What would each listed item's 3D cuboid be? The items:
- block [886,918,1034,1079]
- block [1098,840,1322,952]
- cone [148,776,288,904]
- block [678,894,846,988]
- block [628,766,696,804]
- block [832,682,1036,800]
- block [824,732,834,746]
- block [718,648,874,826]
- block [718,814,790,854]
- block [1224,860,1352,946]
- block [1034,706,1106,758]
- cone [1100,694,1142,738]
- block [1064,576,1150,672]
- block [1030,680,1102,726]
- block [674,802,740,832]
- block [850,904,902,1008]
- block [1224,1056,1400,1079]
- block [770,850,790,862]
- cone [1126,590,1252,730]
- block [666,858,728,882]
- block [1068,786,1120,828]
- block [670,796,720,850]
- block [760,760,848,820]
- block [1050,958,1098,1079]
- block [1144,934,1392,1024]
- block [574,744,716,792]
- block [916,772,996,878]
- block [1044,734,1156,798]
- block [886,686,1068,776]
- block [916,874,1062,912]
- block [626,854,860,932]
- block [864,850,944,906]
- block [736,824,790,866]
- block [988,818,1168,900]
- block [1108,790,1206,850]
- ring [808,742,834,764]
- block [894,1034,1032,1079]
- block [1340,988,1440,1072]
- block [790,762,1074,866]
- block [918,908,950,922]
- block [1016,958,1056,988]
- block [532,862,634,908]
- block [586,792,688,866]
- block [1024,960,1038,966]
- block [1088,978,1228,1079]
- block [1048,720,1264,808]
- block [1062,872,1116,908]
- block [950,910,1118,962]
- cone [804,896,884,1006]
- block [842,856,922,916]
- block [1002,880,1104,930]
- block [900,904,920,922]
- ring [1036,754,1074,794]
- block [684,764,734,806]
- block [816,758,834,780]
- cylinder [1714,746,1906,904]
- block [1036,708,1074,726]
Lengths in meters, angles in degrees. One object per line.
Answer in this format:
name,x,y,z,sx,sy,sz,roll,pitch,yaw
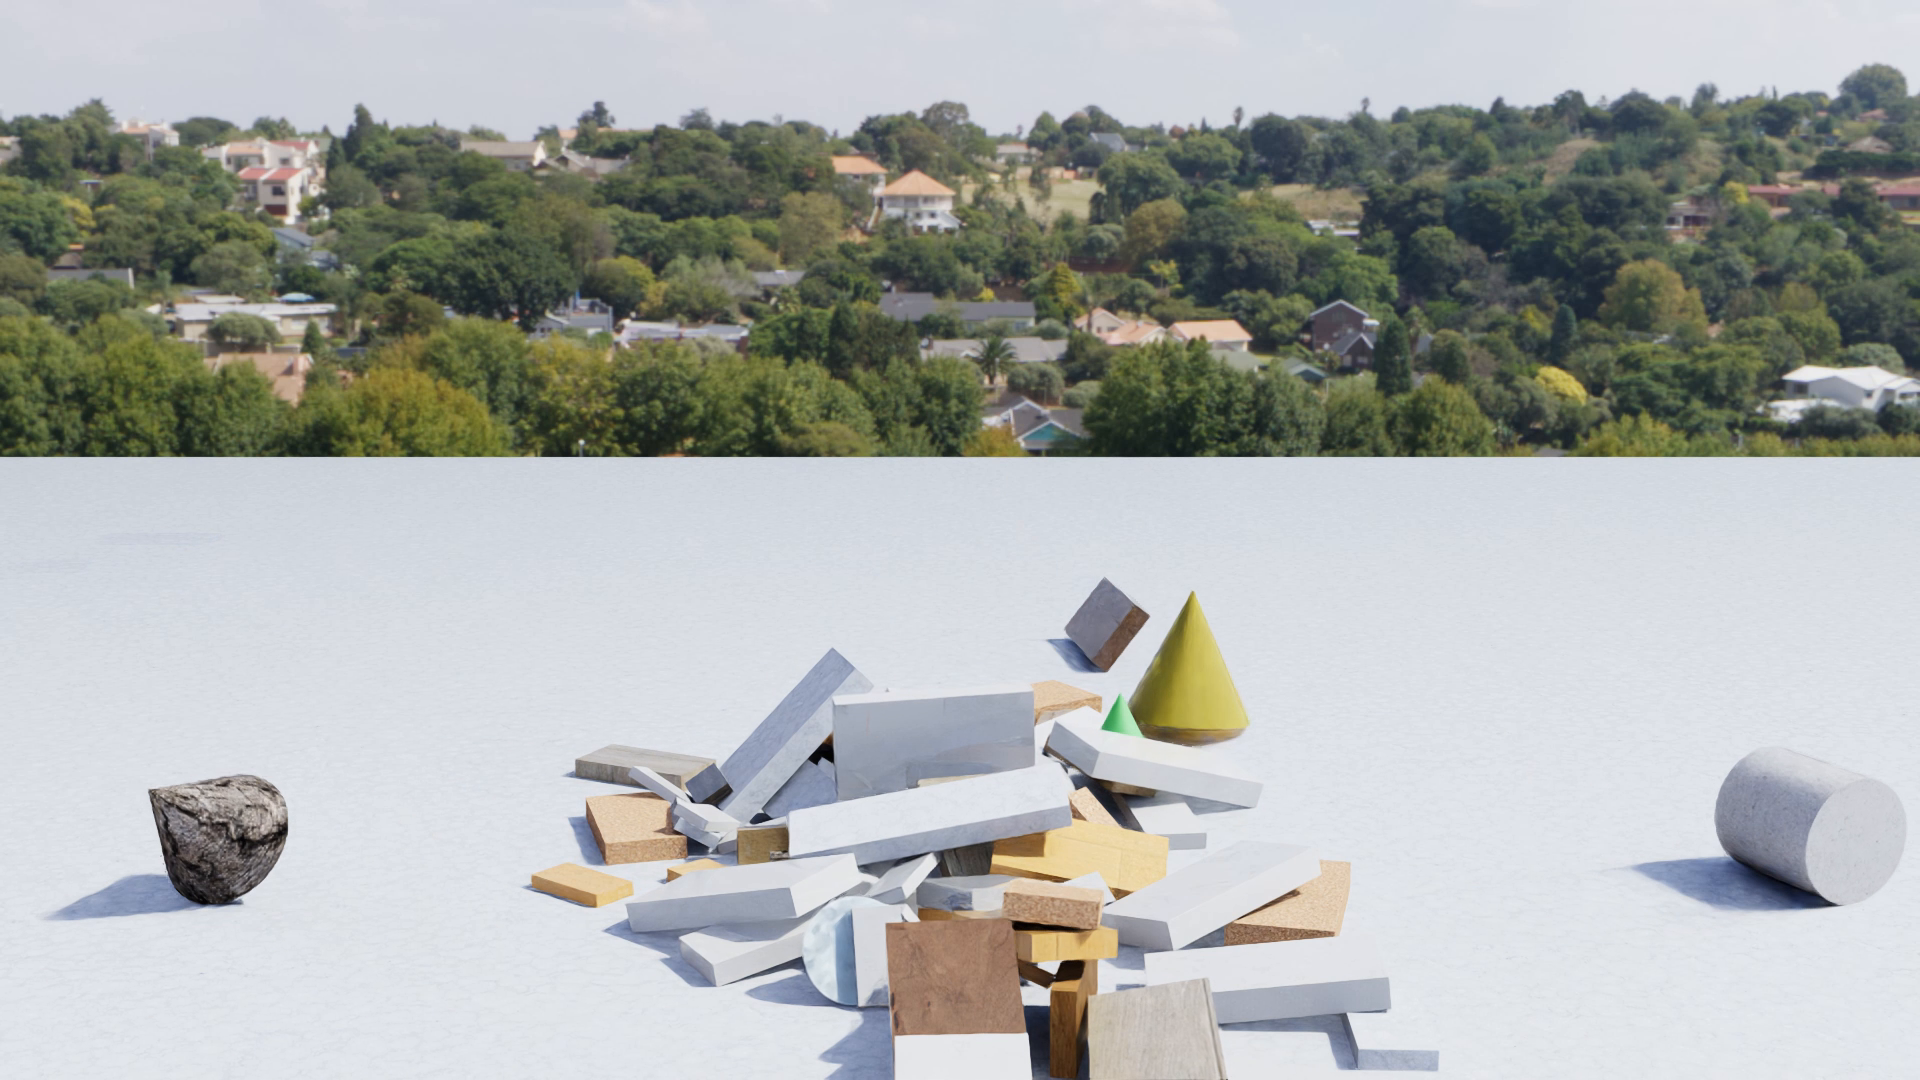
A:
block,-0.003,0.598,2.701,0.162,0.046,0.324,-2,34,-4
block,0.395,0.560,3.487,0.336,0.048,0.168,-19,9,-36
cone,-1.252,0.446,3.568,0.228,0.228,0.228,4,-26,19
block,-0.285,0.606,3.377,0.259,0.037,0.130,-16,17,-27
block,-0.545,0.464,4.082,0.136,0.019,0.068,31,0,16
block,-0.045,0.348,3.808,0.346,0.173,0.049,-3,14,-9
block,-0.116,0.389,4.242,0.355,0.050,0.178,20,8,-16
block,-0.320,0.365,4.099,0.356,0.050,0.178,-47,20,-5
block,-0.353,0.518,3.882,0.139,0.020,0.069,-17,6,14
block,0.533,0.589,3.547,0.168,0.048,0.336,3,11,14
block,0.198,0.382,4.344,0.068,0.019,0.387,30,18,21
cone,0.311,0.369,4.276,0.152,0.152,0.152,0,11,0
block,0.352,0.201,5.322,0.048,0.168,0.336,37,3,-13
block,0.115,0.367,4.737,0.346,0.049,0.173,-7,13,-34
block,-0.448,0.493,3.903,0.068,0.019,0.136,27,1,20
block,-0.119,0.607,3.209,0.071,0.142,0.020,-2,-18,-10
block,0.405,0.724,2.823,0.315,0.045,0.158,4,11,19
block,-0.250,0.578,3.636,0.130,0.037,0.297,-1,11,-5
cone,0.487,0.244,4.669,0.279,0.279,0.279,3,3,0
block,-0.412,0.573,3.695,0.081,0.023,0.162,-9,14,-41
block,0.243,0.499,3.879,0.135,0.019,0.067,48,31,17
block,-0.473,0.505,3.929,0.081,0.023,0.162,29,1,-12
block,-0.268,0.480,3.960,0.125,0.035,0.249,-47,24,-10
block,0.160,0.639,3.062,0.035,0.124,0.248,2,11,10
block,0.440,0.637,3.181,0.338,0.048,0.169,-6,10,4
block,-0.619,0.449,4.331,0.249,0.035,0.125,5,12,26
block,0.029,0.506,3.671,0.142,0.040,0.284,-3,38,-16
block,0.265,0.425,4.147,0.108,0.031,0.217,12,9,-37
block,0.023,0.388,4.262,0.355,0.050,0.178,20,8,-11
block,0.041,0.547,3.396,0.141,0.040,0.283,-1,-5,-18
block,-0.343,0.556,3.465,0.338,0.048,0.169,-11,4,34
block,-0.092,0.539,3.500,0.075,0.021,0.240,-22,2,15
block,-0.316,0.529,3.808,0.139,0.069,0.020,-2,11,-12
block,0.196,0.525,3.616,0.284,0.040,0.142,11,36,1
block,0.337,0.463,4.267,0.108,0.031,0.777,-1,11,-7
ring,-0.251,0.434,4.273,0.258,0.086,0.258,1,7,0
block,0.008,0.690,2.480,0.158,0.045,0.315,0,33,-2
block,0.598,0.684,3.080,0.108,0.031,0.217,0,11,2
block,-0.051,0.459,3.622,0.460,0.040,0.142,-10,23,0
block,0.055,0.582,3.356,0.141,0.040,0.283,-1,-6,-23
block,0.094,0.602,3.070,0.071,0.020,0.142,23,-10,5
block,-0.632,0.577,3.679,0.162,0.023,0.081,8,13,38
block,-0.585,0.516,3.958,0.141,0.040,0.283,-3,11,-16
block,0.026,0.613,3.262,0.124,0.035,0.248,-2,-5,-12
block,0.256,0.668,2.872,0.169,0.048,0.377,-10,7,4
block,0.367,0.420,4.114,0.375,0.049,0.173,14,8,-29
block,0.166,0.581,3.498,0.149,0.021,0.075,-17,35,-12
block,0.099,0.549,3.063,0.130,0.037,0.259,2,-3,-25
cone,-0.168,0.624,3.293,0.159,0.159,0.159,-3,-16,-13
block,-0.149,0.546,3.667,0.130,0.037,0.259,16,9,-16
block,0.132,0.510,3.079,0.130,0.037,0.259,5,-5,5
block,-0.124,0.594,3.315,0.149,0.075,0.021,-18,31,31
ring,0.007,0.467,3.967,0.409,0.136,0.409,1,11,0
block,-0.467,0.459,4.081,0.068,0.019,0.136,-35,18,-8
block,-0.210,0.425,3.938,0.069,0.020,0.139,33,-5,-15
cylinder,1.427,0.477,3.695,0.213,0.213,0.213,-4,11,-22
block,0.197,0.384,4.592,0.068,0.019,0.135,-7,11,10
